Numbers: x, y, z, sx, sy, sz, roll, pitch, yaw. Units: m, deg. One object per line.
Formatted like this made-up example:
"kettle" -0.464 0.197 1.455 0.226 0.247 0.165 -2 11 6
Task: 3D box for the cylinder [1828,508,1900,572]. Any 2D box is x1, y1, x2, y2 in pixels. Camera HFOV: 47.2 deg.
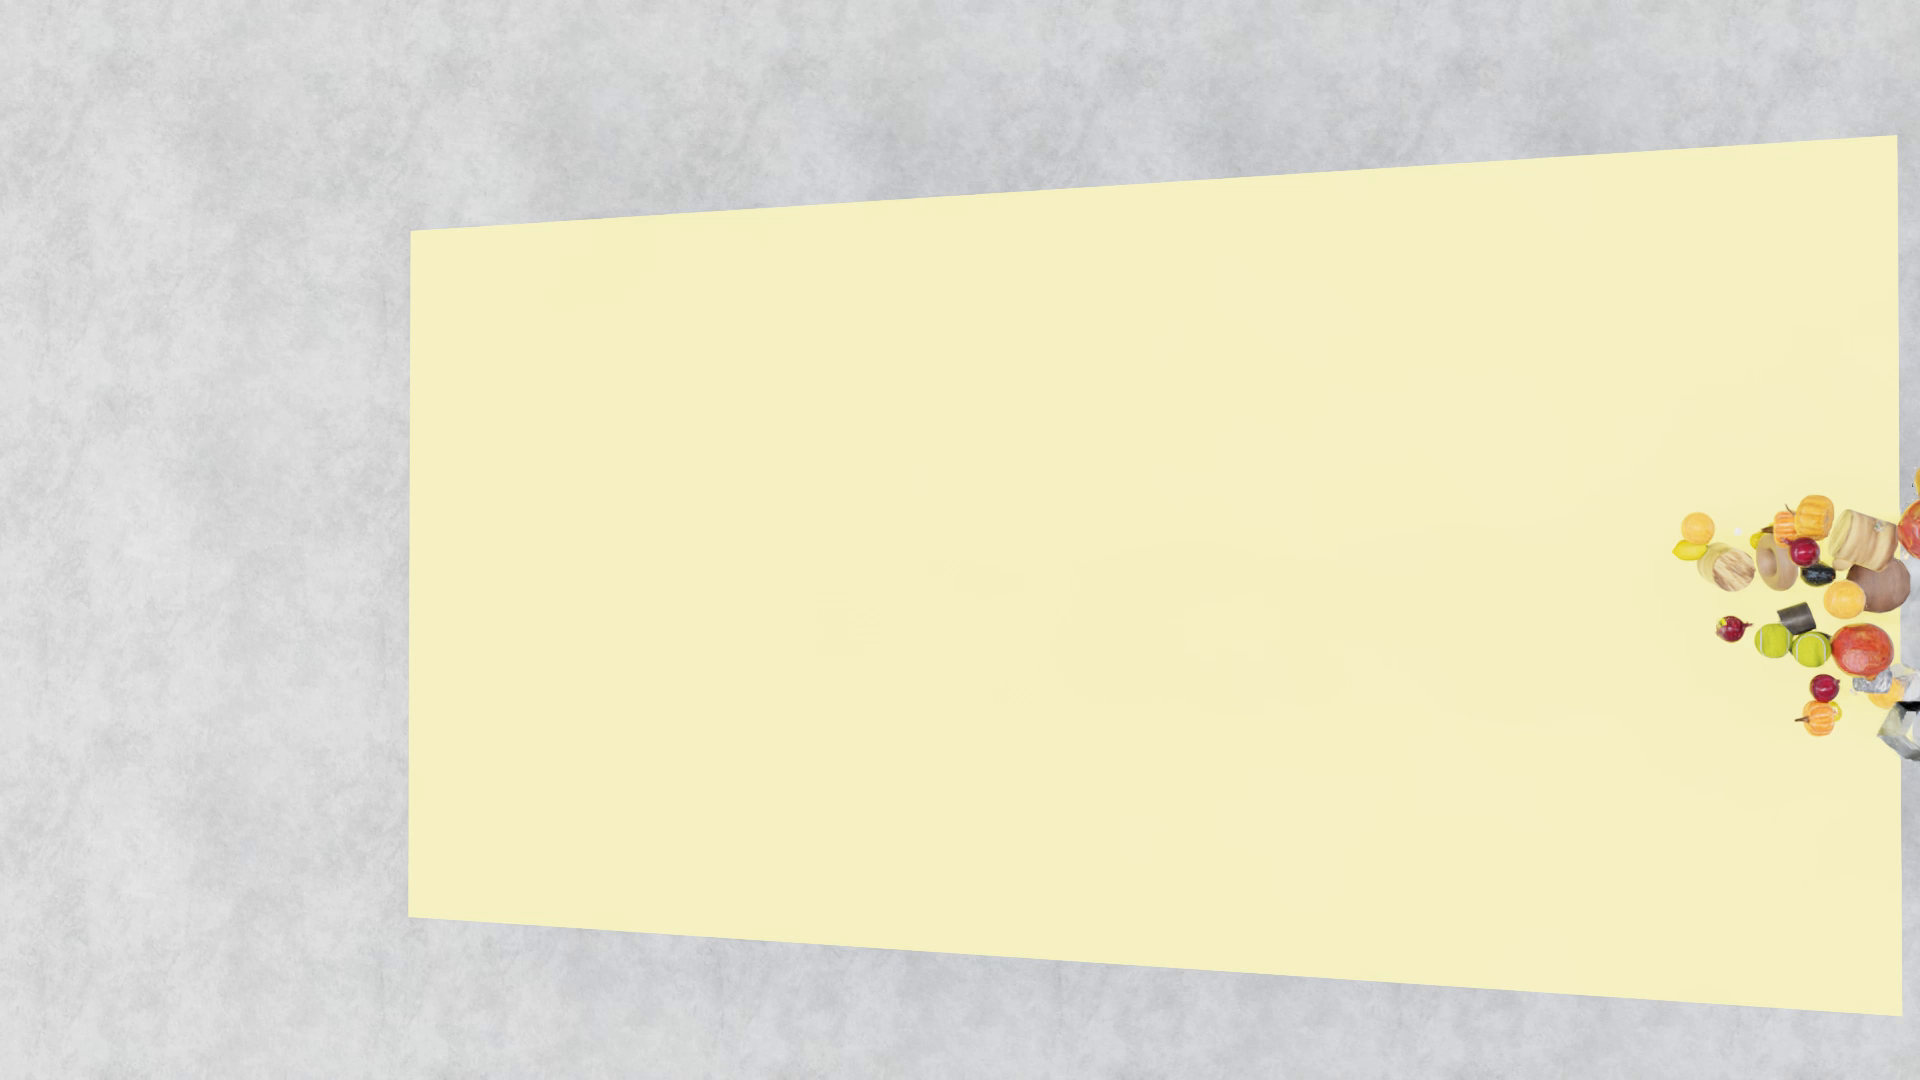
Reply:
"cylinder" 1.596 0.001 3.884 0.088 0.088 0.088 19 89 4

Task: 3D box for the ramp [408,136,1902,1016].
"ramp" 0.282 0.088 5.750 4.000 0.100 2.000 0 89 21

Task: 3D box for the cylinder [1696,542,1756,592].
"cylinder" 1.675 0.059 4.808 0.094 0.094 0.094 0 100 -2

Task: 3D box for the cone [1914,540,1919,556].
"cone" 1.789 0.000 4.051 0.089 0.089 0.089 -41 89 -9

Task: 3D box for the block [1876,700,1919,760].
"block" 1.835 0.366 4.223 0.082 0.082 0.082 37 76 -10

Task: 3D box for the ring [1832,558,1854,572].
"ring" 1.903 0.034 4.699 0.089 0.089 0.030 -39 85 0

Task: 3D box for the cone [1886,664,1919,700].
"cone" 2.025 0.292 4.687 0.084 0.084 0.084 -1 72 3
